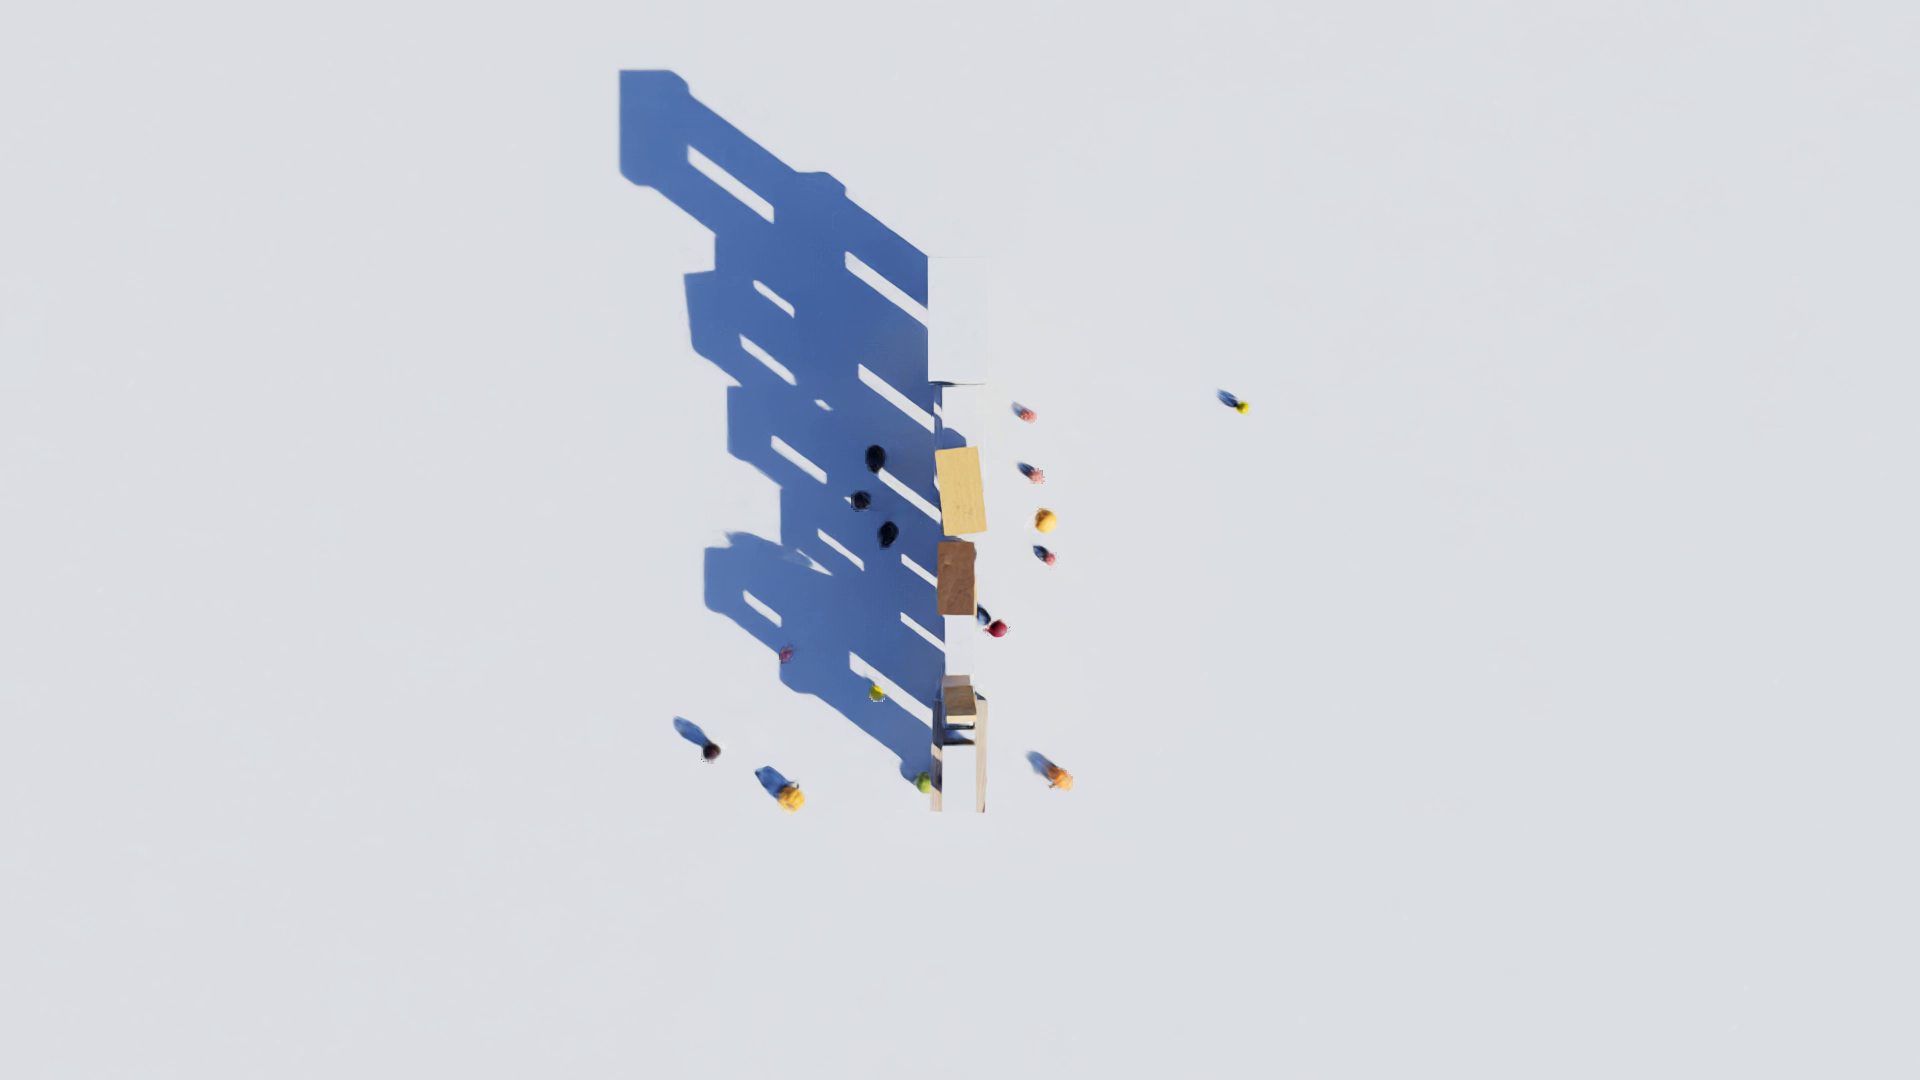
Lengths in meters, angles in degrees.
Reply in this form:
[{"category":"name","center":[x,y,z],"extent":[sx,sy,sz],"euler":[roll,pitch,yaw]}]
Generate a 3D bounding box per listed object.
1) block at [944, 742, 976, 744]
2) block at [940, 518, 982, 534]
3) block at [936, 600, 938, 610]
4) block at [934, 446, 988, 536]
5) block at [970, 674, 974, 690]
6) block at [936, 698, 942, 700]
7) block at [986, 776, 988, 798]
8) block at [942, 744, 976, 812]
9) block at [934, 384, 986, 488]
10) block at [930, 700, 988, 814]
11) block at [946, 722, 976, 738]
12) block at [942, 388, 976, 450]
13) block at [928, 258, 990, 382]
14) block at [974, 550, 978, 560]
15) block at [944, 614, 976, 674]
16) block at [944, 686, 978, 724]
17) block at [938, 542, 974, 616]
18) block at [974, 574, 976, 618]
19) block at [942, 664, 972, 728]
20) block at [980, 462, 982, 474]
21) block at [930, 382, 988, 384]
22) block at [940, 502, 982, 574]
[{"category":"block","center":[-0.003,0.642,5.009],"extent":[0.099,0.197,0.028],"euler":[1,90,0]},{"category":"block","center":[0.005,-0.042,5.042],"extent":[0.126,0.321,0.036],"euler":[1,89,0]},{"category":"block","center":[-0.013,0.195,5.133],"extent":[0.110,0.302,0.031],"euler":[-3,90,1]},{"category":"block","center":[0.004,-0.144,4.864],"extent":[0.126,0.036,0.253],"euler":[-7,90,0]},{"category":"block","center":[0.000,0.396,5.298],"extent":[0.094,0.027,0.188],"euler":[0,90,0]},{"category":"block","center":[0.003,0.554,5.328],"extent":[0.172,0.344,0.049],"euler":[1,90,0]},{"category":"block","center":[0.001,0.784,5.328],"extent":[0.172,0.344,0.049],"euler":[0,90,0]},{"category":"block","center":[-0.003,0.708,4.896],"extent":[0.099,0.028,0.197],"euler":[0,90,0]},{"category":"block","center":[-0.001,-0.323,5.158],"extent":[0.160,0.045,0.320],"euler":[0,90,0]},{"category":"block","center":[-0.003,0.672,5.132],"extent":[0.172,0.049,0.344],"euler":[2,90,0]},{"category":"block","center":[0.003,0.578,5.018],"extent":[0.089,0.177,0.025],"euler":[1,92,0]},{"category":"block","center":[-0.002,-0.356,4.923],"extent":[0.099,0.028,0.198],"euler":[0,90,0]},{"category":"block","center":[-0.004,-0.631,4.719],"extent":[0.174,0.049,0.348],"euler":[0,90,0]},{"category":"block","center":[-0.003,0.046,5.093],"extent":[0.110,0.221,0.031],"euler":[0,90,0]},{"category":"block","center":[0.001,0.321,5.085],"extent":[0.093,0.026,0.185],"euler":[-1,90,0]},{"category":"block","center":[0.000,0.499,5.011],"extent":[0.089,0.177,0.025],"euler":[-3,114,-3]},{"category":"block","center":[-0.012,0.115,4.966],"extent":[0.110,0.031,0.221],"euler":[0,90,1]},{"category":"block","center":[0.005,0.205,5.298],"extent":[0.094,0.027,0.189],"euler":[0,90,0]},{"category":"block","center":[-0.012,0.481,5.118],"extent":[0.089,0.355,0.025],"euler":[1,115,-1]},{"category":"block","center":[0.003,-0.212,5.008],"extent":[0.126,0.253,0.036],"euler":[0,89,0]},{"category":"block","center":[-0.005,-0.663,5.117],"extent":[0.179,0.051,0.357],"euler":[0,90,0]},{"category":"block","center":[0.004,-0.025,5.221],"extent":[0.130,0.037,0.260],"euler":[0,90,0]}]
